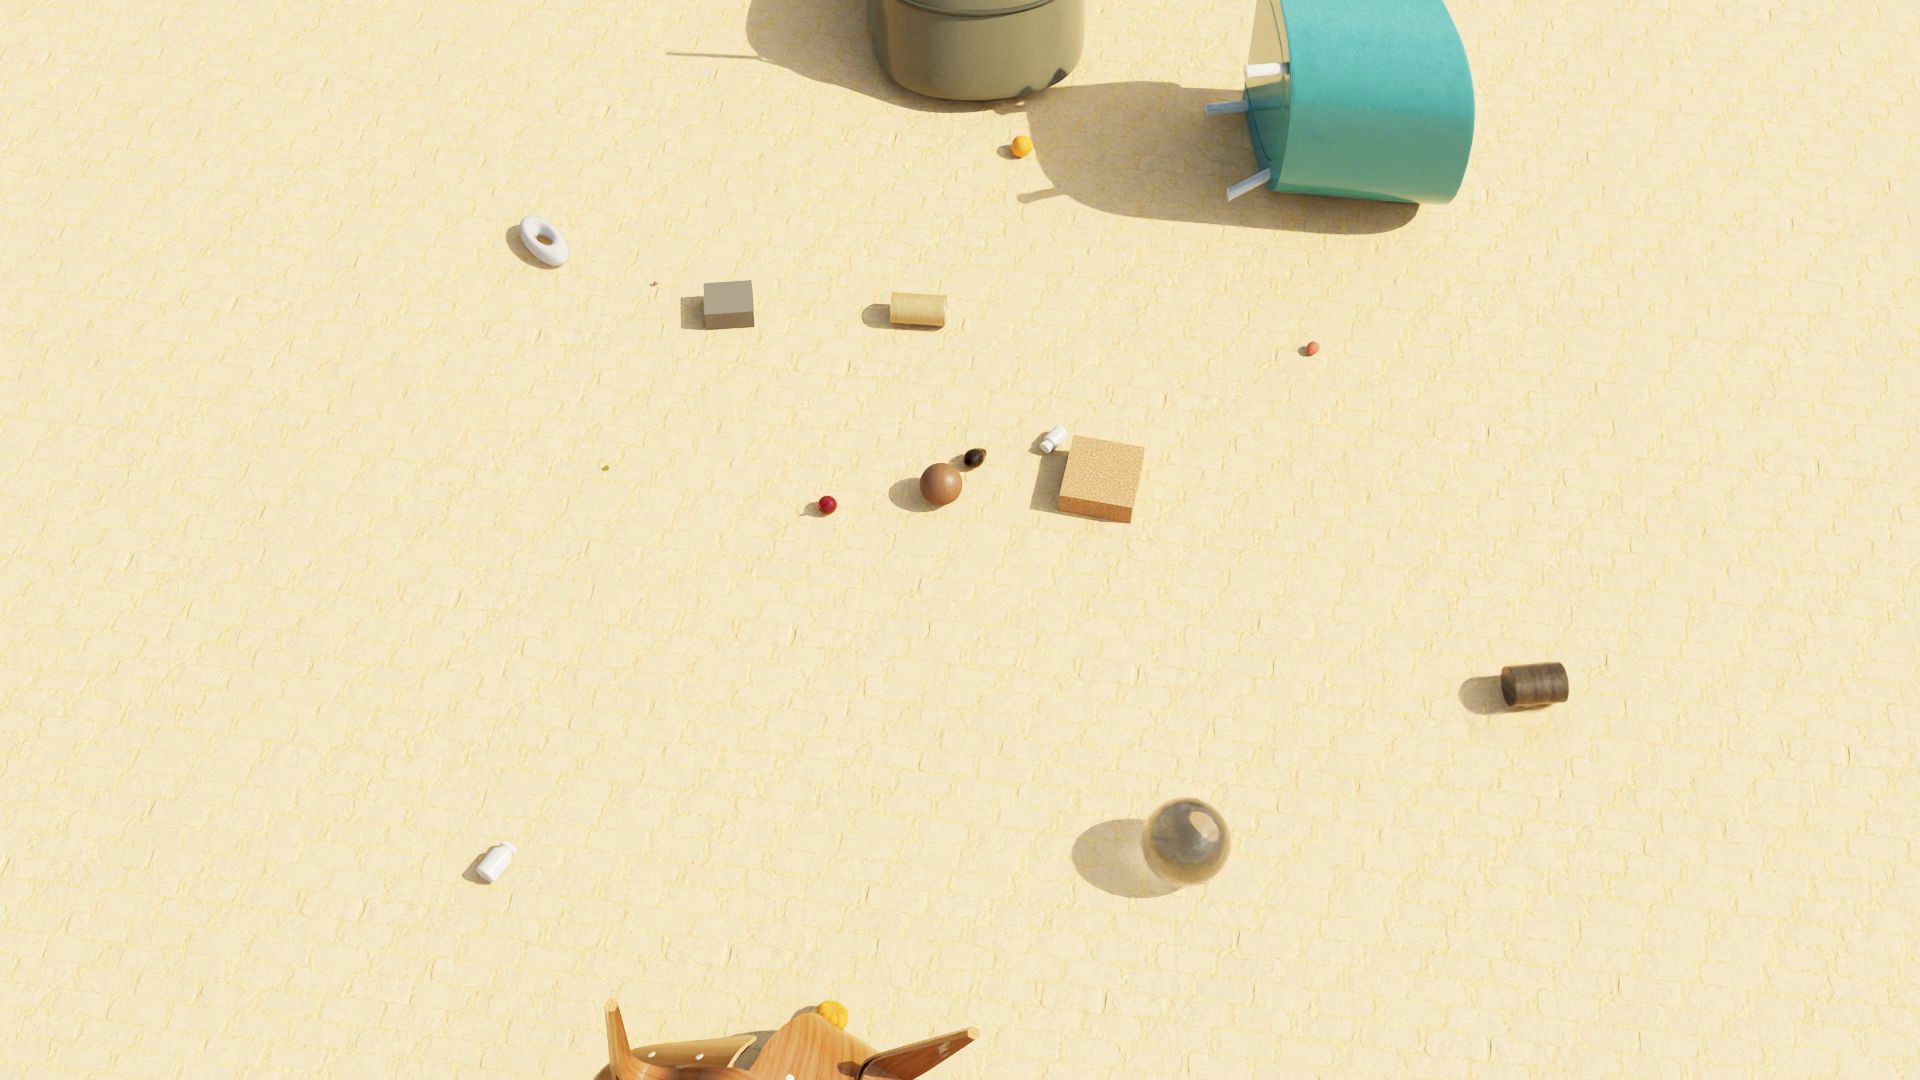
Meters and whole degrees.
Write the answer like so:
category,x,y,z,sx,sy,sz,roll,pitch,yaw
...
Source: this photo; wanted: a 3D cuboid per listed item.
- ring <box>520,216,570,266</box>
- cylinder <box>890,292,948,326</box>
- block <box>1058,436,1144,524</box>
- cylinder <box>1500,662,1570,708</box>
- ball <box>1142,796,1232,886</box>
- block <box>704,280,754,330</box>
category,x,y,z,sx,sy,sz,roll,pitch,yaw
ring,-1.359,-0.979,7.189,0.116,0.070,0.237,-35,62,-19
cylinder,-0.132,-0.736,7.012,0.175,0.093,0.104,4,51,3
block,0.429,-0.184,6.647,0.220,0.084,0.229,10,57,7
cylinder,1.627,0.409,6.226,0.152,0.114,0.137,-5,19,-3
ball,0.606,0.808,5.888,0.239,0.239,0.239,0,56,0
block,-0.738,-0.751,7.031,0.154,0.078,0.131,-4,56,-3
